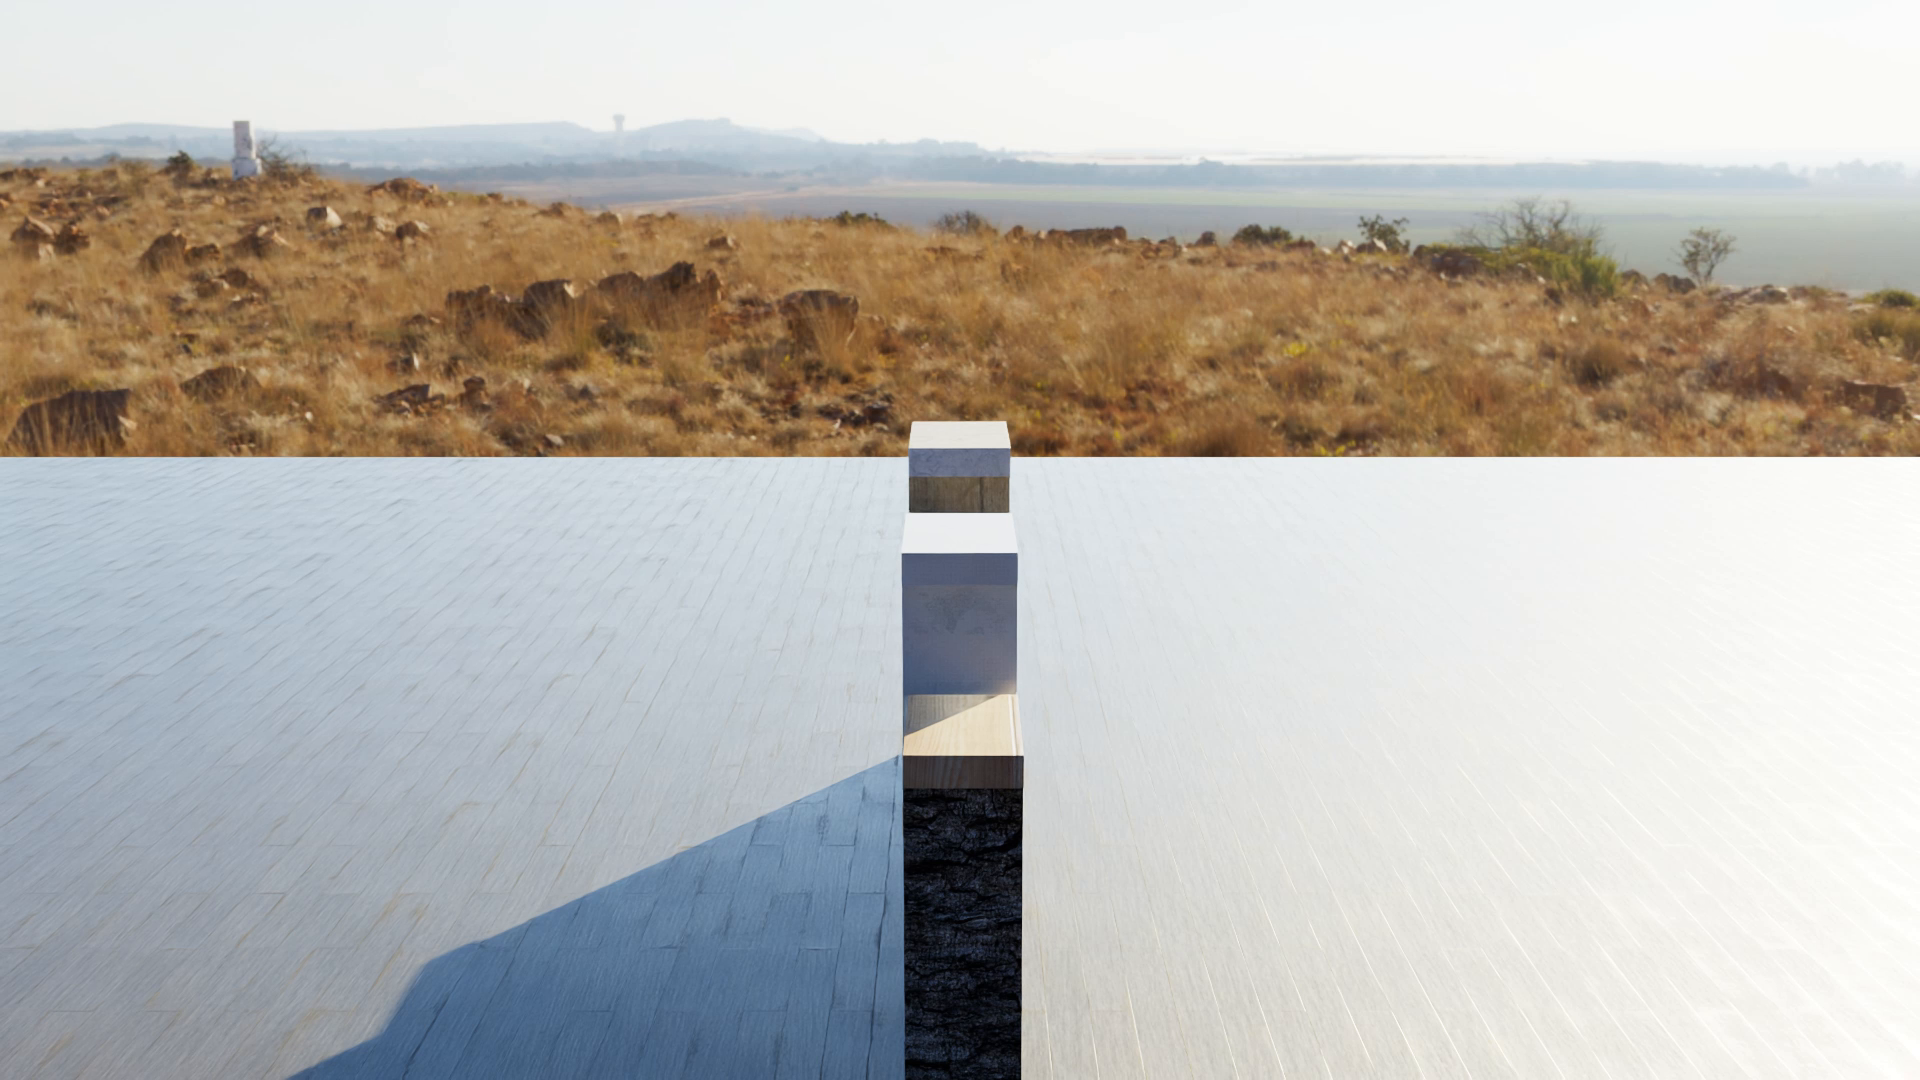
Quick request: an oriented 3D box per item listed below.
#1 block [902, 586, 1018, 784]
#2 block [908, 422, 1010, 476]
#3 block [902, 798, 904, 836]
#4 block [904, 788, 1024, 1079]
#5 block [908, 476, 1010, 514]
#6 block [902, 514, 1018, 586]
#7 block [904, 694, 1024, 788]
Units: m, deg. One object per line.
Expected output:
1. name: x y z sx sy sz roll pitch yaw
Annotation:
1. block: -0.001 0.202 2.986 0.154 0.308 0.044 0 11 -1
2. block: -0.001 -0.169 4.033 0.179 0.051 0.358 0 11 0
3. block: -0.001 0.353 3.136 0.154 0.044 0.309 0 11 0
4. block: 0.004 0.522 2.742 0.145 0.472 0.041 0 11 0
5. block: -0.001 0.054 3.953 0.179 0.358 0.051 0 10 0
6. block: -0.001 0.010 3.055 0.154 0.044 0.308 0 11 0
7. block: 0.004 0.253 2.790 0.145 0.041 0.291 0 11 0
